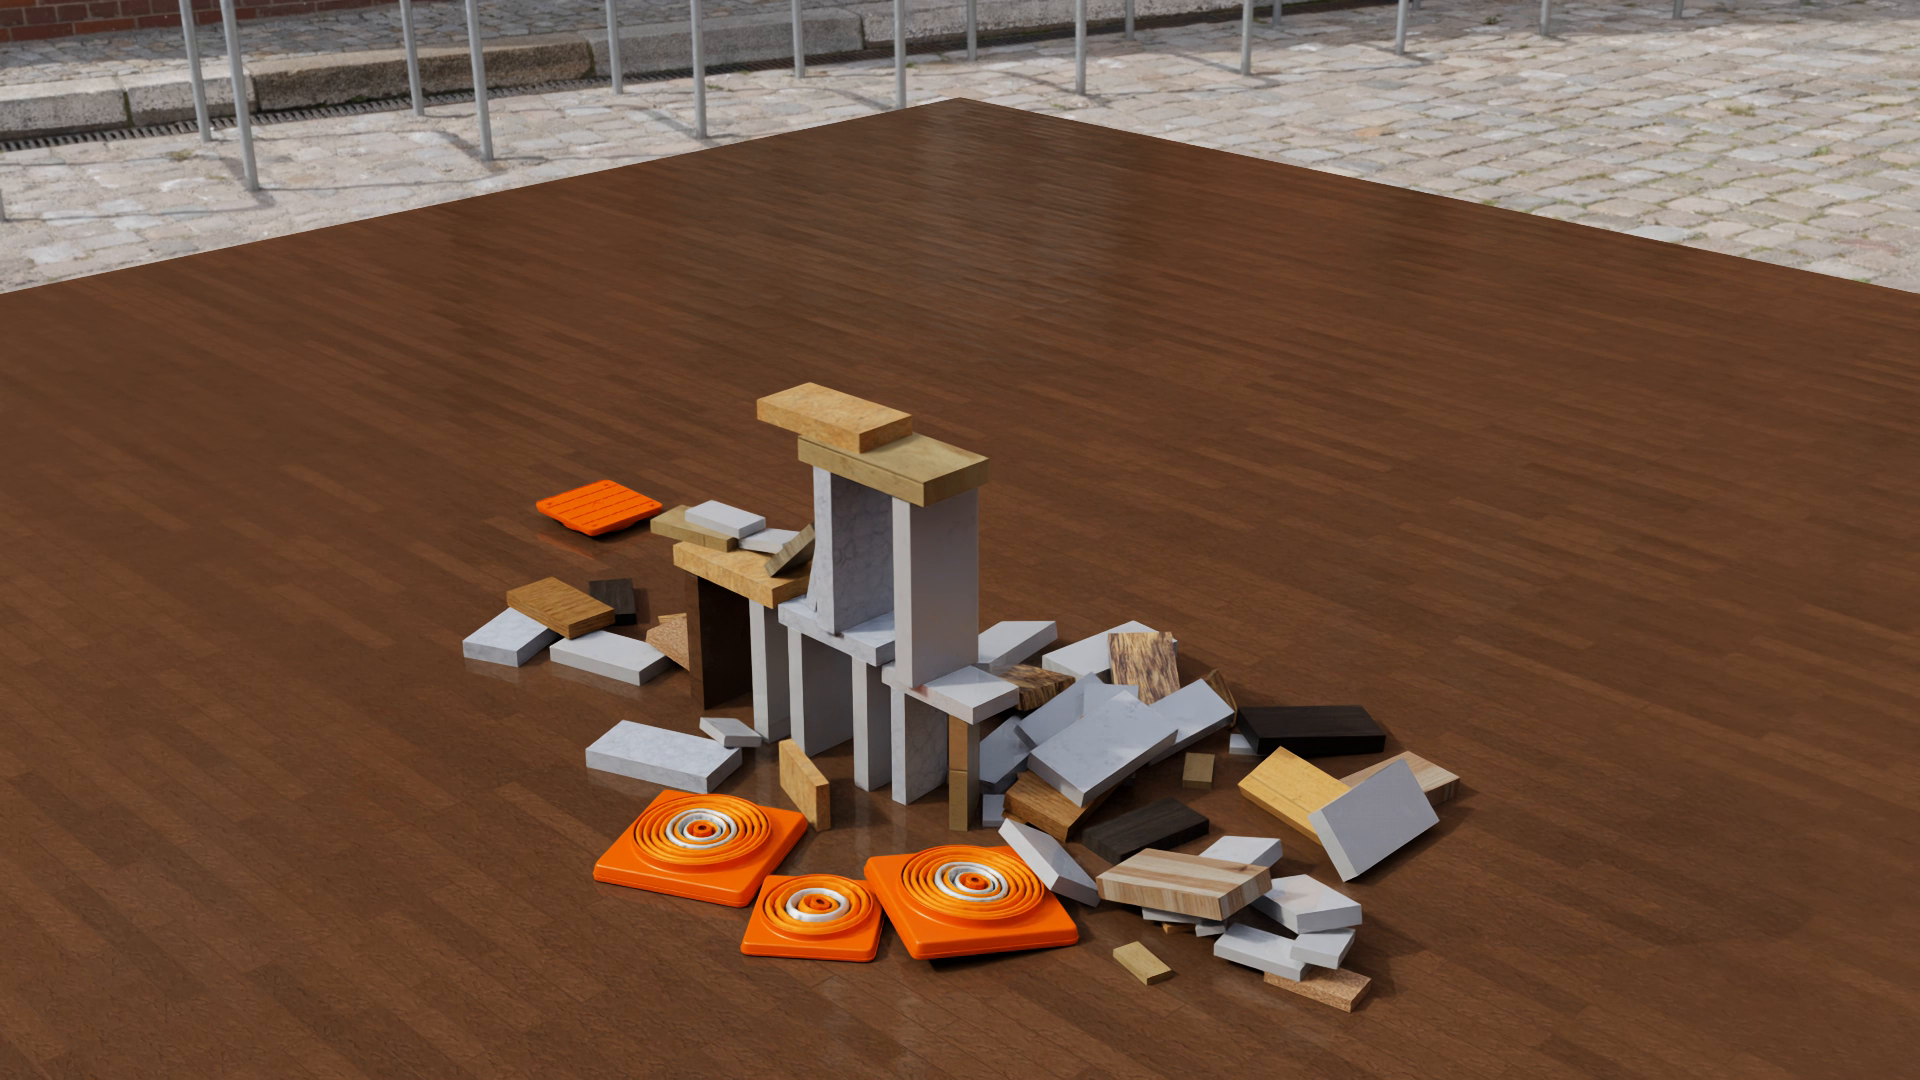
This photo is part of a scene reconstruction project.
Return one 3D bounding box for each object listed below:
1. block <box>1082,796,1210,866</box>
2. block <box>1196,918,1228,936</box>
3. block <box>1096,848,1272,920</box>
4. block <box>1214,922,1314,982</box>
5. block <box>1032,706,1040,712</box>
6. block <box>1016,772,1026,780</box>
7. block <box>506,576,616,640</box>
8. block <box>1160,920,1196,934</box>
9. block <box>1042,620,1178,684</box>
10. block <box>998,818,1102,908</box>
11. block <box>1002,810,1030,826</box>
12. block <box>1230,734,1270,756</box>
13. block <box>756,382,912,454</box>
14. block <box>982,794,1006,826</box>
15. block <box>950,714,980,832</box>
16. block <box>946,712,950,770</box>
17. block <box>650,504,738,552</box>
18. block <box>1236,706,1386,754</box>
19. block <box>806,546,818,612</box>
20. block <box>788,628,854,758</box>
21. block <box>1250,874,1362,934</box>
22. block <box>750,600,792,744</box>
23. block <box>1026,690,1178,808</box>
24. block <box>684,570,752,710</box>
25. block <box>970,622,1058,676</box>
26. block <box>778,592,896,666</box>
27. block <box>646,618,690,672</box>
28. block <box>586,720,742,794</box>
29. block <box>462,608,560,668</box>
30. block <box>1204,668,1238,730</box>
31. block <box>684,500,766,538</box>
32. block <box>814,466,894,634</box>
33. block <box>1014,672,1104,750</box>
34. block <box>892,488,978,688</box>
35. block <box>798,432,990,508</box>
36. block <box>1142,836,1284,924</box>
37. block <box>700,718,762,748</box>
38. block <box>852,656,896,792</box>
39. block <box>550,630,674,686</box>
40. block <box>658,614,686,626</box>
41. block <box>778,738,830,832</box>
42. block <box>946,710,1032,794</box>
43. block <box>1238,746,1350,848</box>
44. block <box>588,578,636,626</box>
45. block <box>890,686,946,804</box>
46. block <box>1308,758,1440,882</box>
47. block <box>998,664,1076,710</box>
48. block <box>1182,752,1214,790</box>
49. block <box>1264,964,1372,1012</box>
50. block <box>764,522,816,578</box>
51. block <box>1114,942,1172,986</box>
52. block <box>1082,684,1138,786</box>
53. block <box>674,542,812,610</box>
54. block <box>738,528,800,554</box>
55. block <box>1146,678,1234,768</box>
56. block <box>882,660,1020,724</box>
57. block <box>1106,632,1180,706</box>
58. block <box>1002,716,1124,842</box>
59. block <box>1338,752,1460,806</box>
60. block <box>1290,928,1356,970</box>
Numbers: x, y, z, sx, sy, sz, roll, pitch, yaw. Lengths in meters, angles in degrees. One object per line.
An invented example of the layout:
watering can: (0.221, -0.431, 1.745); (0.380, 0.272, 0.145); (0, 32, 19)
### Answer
block: (0.368, 0.579, 4.355); (0.230, 0.033, 0.115); (-16, 28, -33)
block: (0.462, 0.695, 4.026); (0.053, 0.015, 0.106); (-11, 11, 12)
block: (0.411, 0.633, 4.054); (0.149, 0.042, 0.297); (-22, 16, -41)
block: (0.549, 0.736, 3.935); (0.167, 0.024, 0.084); (13, 26, 30)
block: (0.320, 0.331, 4.930); (0.142, 0.040, 0.328); (18, 29, 36)
block: (0.152, 0.510, 4.539); (0.052, 0.015, 0.104); (-4, 23, -9)
block: (-0.950, 0.160, 5.231); (0.130, 0.037, 0.259); (-20, 30, -39)
block: (0.427, 0.704, 4.083); (0.106, 0.015, 0.053); (-5, 24, -13)
block: (0.341, 0.263, 4.985); (0.287, 0.041, 0.144); (-18, 29, -37)
block: (0.173, 0.615, 4.197); (0.115, 0.033, 0.230); (26, 9, -32)
block: (0.134, 0.545, 4.433); (0.052, 0.015, 0.104); (32, 33, 22)
block: (0.638, 0.440, 4.703); (0.120, 0.017, 0.060); (3, 23, 7)
block: (-0.251, -0.245, 4.380); (0.293, 0.041, 0.146); (20, 30, 39)
block: (0.073, 0.547, 4.452); (0.052, 0.015, 0.104); (0, 23, 1)
block: (0.009, 0.437, 4.401); (0.037, 0.258, 0.129); (4, 23, 10)
block: (-0.025, 0.327, 4.623); (0.041, 0.287, 0.144); (-1, 23, 0)
block: (-0.562, -0.026, 4.822); (0.211, 0.030, 0.106); (14, 27, 30)
block: (0.751, 0.407, 4.718); (0.285, 0.040, 0.143); (0, 22, -13)
block: (-0.253, 0.028, 4.517); (0.103, 0.242, 0.029); (-21, 45, -41)
block: (-0.291, 0.302, 4.668); (0.042, 0.297, 0.148); (21, 31, 41)
block: (0.629, 0.668, 4.045); (0.125, 0.035, 0.249); (-6, 6, -14)
block: (-0.369, 0.258, 4.733); (0.164, 0.329, 0.047); (-21, 31, -41)
block: (0.293, 0.423, 4.485); (0.148, 0.042, 0.297); (35, 45, 29)
block: (-0.525, 0.197, 4.875); (0.047, 0.329, 0.164); (21, 31, 41)
block: (0.084, 0.252, 5.026); (0.144, 0.041, 0.349); (-1, 13, 28)
block: (-0.221, 0.173, 4.538); (0.297, 0.042, 0.148); (21, 31, 40)
block: (-0.610, 0.254, 5.058); (0.211, 0.030, 0.106); (31, 34, 28)
block: (-0.623, 0.456, 4.633); (0.292, 0.041, 0.146); (10, 25, 22)
block: (-1.032, 0.211, 5.211); (0.146, 0.041, 0.292); (9, 25, 20)
block: (0.572, 0.347, 4.799); (0.017, 0.120, 0.060); (-20, 10, 34)
block: (-0.513, -0.046, 4.801); (0.165, 0.023, 0.082); (18, 29, 35)
block: (-0.209, -0.003, 4.446); (0.050, 0.355, 0.177); (21, 31, 40)
block: (0.236, 0.383, 4.677); (0.229, 0.033, 0.115); (-32, 68, -32)
block: (-0.046, 0.077, 4.313); (0.177, 0.399, 0.050); (-20, 30, -38)
block: (-0.132, -0.158, 4.292); (0.355, 0.050, 0.177); (21, 31, 40)
block: (0.478, 0.639, 4.152); (0.125, 0.035, 0.319); (-2, 15, 37)
block: (-0.491, 0.411, 4.698); (0.082, 0.023, 0.165); (4, 8, -25)
block: (-0.151, 0.357, 4.540); (0.042, 0.297, 0.148); (21, 31, 41)
block: (-0.805, 0.267, 5.085); (0.259, 0.037, 0.130); (13, 26, 28)
block: (-0.578, 0.209, 5.220); (0.259, 0.037, 0.130); (-6, 24, -14)
block: (-0.316, 0.496, 4.461); (0.029, 0.103, 0.206); (-10, 25, -23)
block: (0.101, 0.450, 4.659); (0.115, 0.033, 0.312); (13, 26, 28)
block: (0.690, 0.516, 4.433); (0.125, 0.035, 0.249); (-39, 37, -16)
block: (-0.848, 0.152, 5.363); (0.106, 0.030, 0.211); (-4, 23, -10)
block: (-0.083, 0.398, 4.491); (0.037, 0.258, 0.129); (18, 29, 36)
block: (0.811, 0.545, 4.304); (0.285, 0.143, 0.040); (-22, -10, -42)
block: (0.117, 0.319, 4.873); (0.142, 0.040, 0.283); (-14, 13, -31)
block: (0.499, 0.483, 4.601); (0.060, 0.017, 0.120); (4, 23, 9)
block: (0.633, 0.779, 3.894); (0.167, 0.024, 0.084); (15, 27, 31)
block: (-0.316, 0.008, 4.575); (0.103, 0.029, 0.206); (-21, -12, -41)
block: (0.327, 0.760, 3.951); (0.053, 0.015, 0.106); (-13, 26, -28)
block: (0.314, 0.408, 4.620); (0.115, 0.033, 0.229); (2, 52, 5)
block: (-0.449, 0.055, 4.731); (0.329, 0.047, 0.164); (21, 31, 40)
block: (-0.396, 0.002, 4.720); (0.082, 0.023, 0.165); (-19, 17, -38)
block: (0.461, 0.389, 4.702); (0.229, 0.033, 0.115); (-25, 51, -25)
block: (-0.020, 0.287, 4.375); (0.129, 0.037, 0.258); (-21, 31, -40)
block: (0.407, 0.321, 4.821); (0.142, 0.040, 0.283); (-1, 45, -3)
block: (0.231, 0.483, 4.466); (0.148, 0.042, 0.297); (27, 42, 22)
block: (0.869, 0.517, 4.491); (0.285, 0.040, 0.143); (-16, 28, -34)
block: (0.646, 0.718, 3.910); (0.084, 0.024, 0.167); (10, 10, 19)
